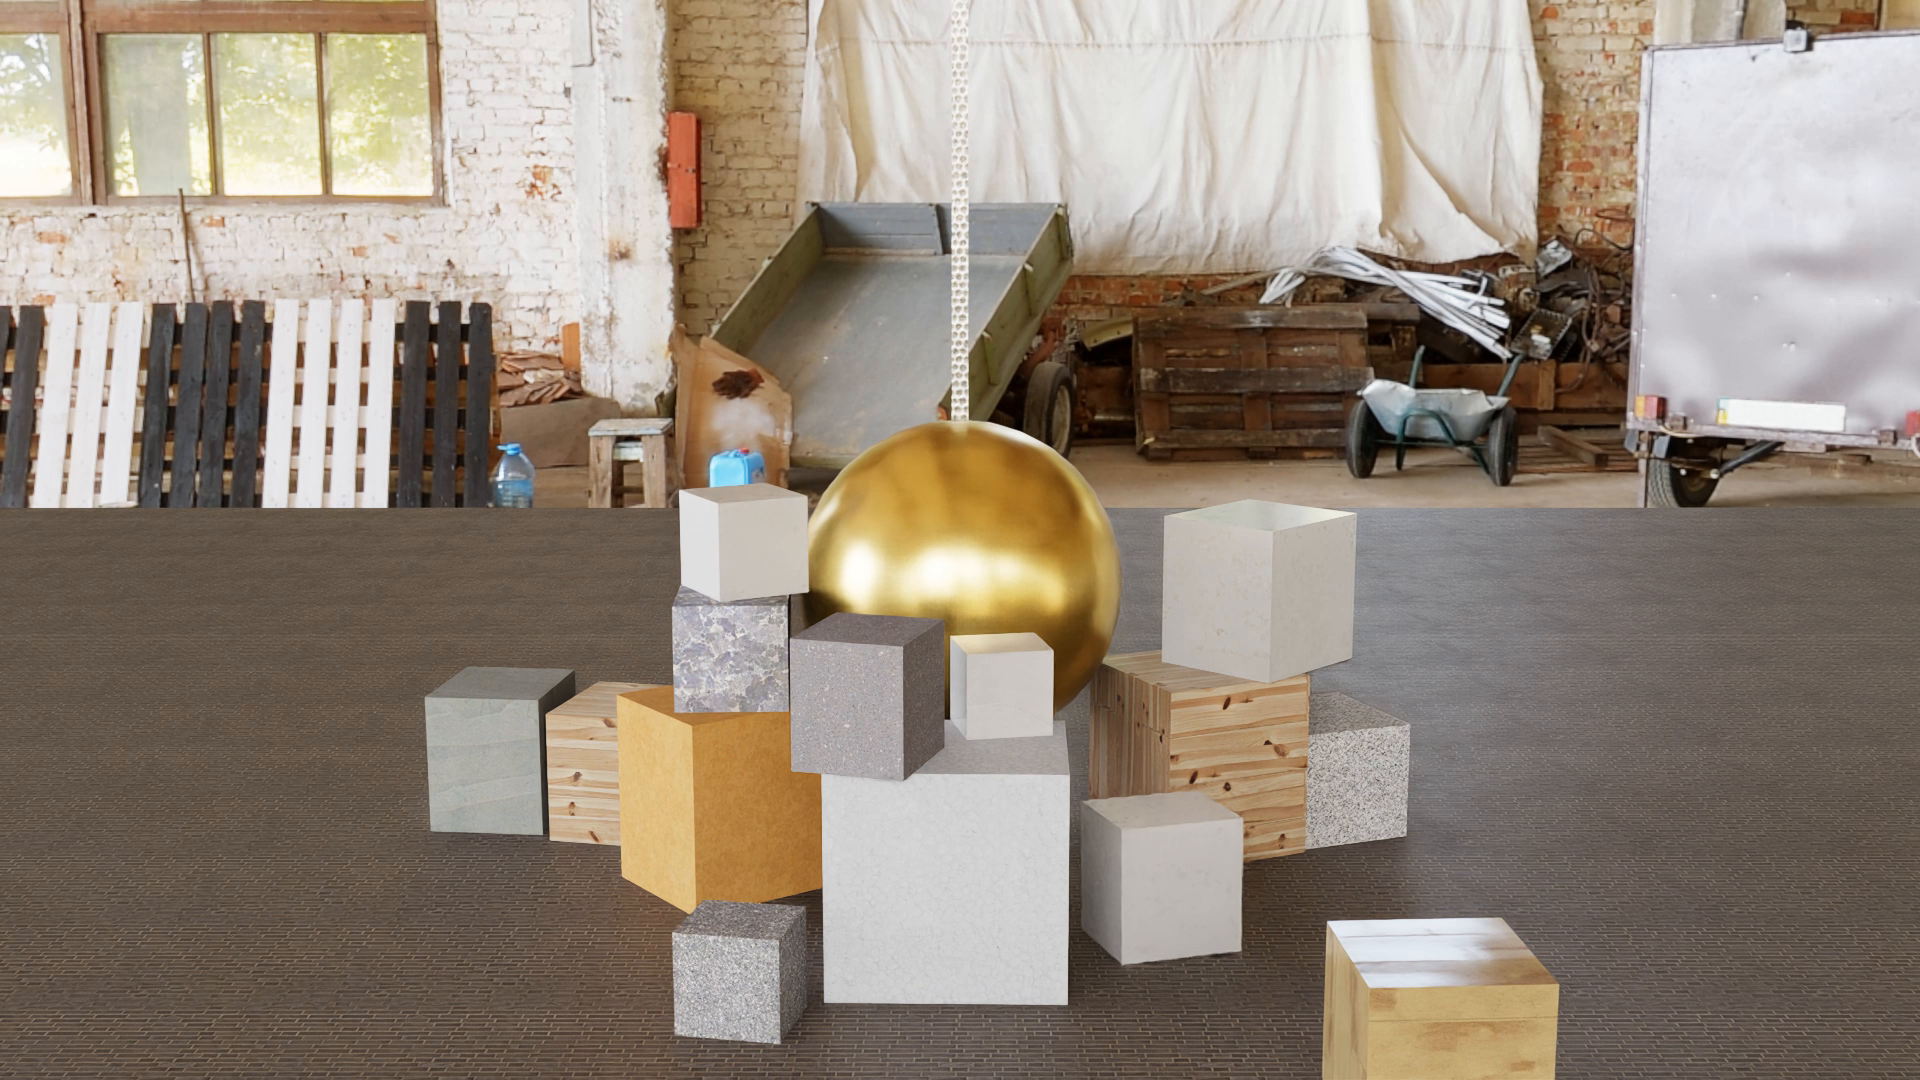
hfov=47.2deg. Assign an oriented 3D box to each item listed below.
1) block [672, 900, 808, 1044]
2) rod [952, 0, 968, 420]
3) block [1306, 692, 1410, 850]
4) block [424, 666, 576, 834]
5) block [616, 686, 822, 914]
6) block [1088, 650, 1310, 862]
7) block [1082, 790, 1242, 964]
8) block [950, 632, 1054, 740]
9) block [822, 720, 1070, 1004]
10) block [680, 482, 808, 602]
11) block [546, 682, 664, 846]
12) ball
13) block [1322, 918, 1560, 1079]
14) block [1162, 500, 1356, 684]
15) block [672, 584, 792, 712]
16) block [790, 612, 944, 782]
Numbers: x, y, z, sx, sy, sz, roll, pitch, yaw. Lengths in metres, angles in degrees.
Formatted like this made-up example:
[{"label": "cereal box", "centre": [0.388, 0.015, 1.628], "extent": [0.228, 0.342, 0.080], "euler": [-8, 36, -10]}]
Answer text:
[{"label": "block", "centre": [-0.880, 1.731, 8.850], "extent": [0.435, 0.428, 0.397], "euler": [2, 11, 11]}, {"label": "rod", "centre": [0.000, -3.171, 10.424], "extent": [0.080, 5.200, 0.080], "euler": [0, 6, 0]}, {"label": "block", "centre": [1.866, 1.184, 11.402], "extent": [0.615, 0.591, 0.707], "euler": [-4, 11, -21]}, {"label": "block", "centre": [-2.394, 1.096, 11.553], "extent": [0.592, 0.710, 0.669], "euler": [1, 10, 6]}, {"label": "block", "centre": [-1.073, 1.185, 10.514], "extent": [0.865, 0.906, 0.716], "euler": [-8, 13, -36]}, {"label": "block", "centre": [1.195, 1.080, 11.098], "extent": [0.792, 0.905, 0.805], "euler": [-5, 11, -25]}, {"label": "block", "centre": [0.886, 1.480, 9.716], "extent": [0.562, 0.597, 0.492], "euler": [-3, 9, -17]}, {"label": "block", "centre": [0.179, 0.631, 9.567], "extent": [0.379, 0.376, 0.356], "euler": [-2, 11, -11]}, {"label": "block", "centre": [-0.049, 1.353, 9.388], "extent": [1.004, 0.980, 0.847], "euler": [0, 10, 1]}, {"label": "block", "centre": [-1.024, 0.003, 10.409], "extent": [0.451, 0.459, 0.469], "euler": [-6, 12, -29]}, {"label": "block", "centre": [-1.649, 1.154, 11.370], "extent": [0.730, 0.661, 0.703], "euler": [2, 11, 13]}, {"label": "ball", "centre": [0.000, 0.207, 10.804], "extent": [1.600, 1.600, 1.600], "euler": [0, 10, 0]}, {"label": "block", "centre": [1.725, 1.790, 7.982], "extent": [0.665, 0.623, 0.668], "euler": [-1, 10, -3]}, {"label": "block", "centre": [1.509, 0.241, 11.094], "extent": [0.657, 0.748, 0.726], "euler": [10, 14, 42]}, {"label": "block", "centre": [-1.064, 0.500, 10.356], "extent": [0.525, 0.499, 0.540], "euler": [0, 10, -3]}, {"label": "block", "centre": [-0.375, 0.635, 9.055], "extent": [0.481, 0.551, 0.530], "euler": [3, 11, 17]}]
